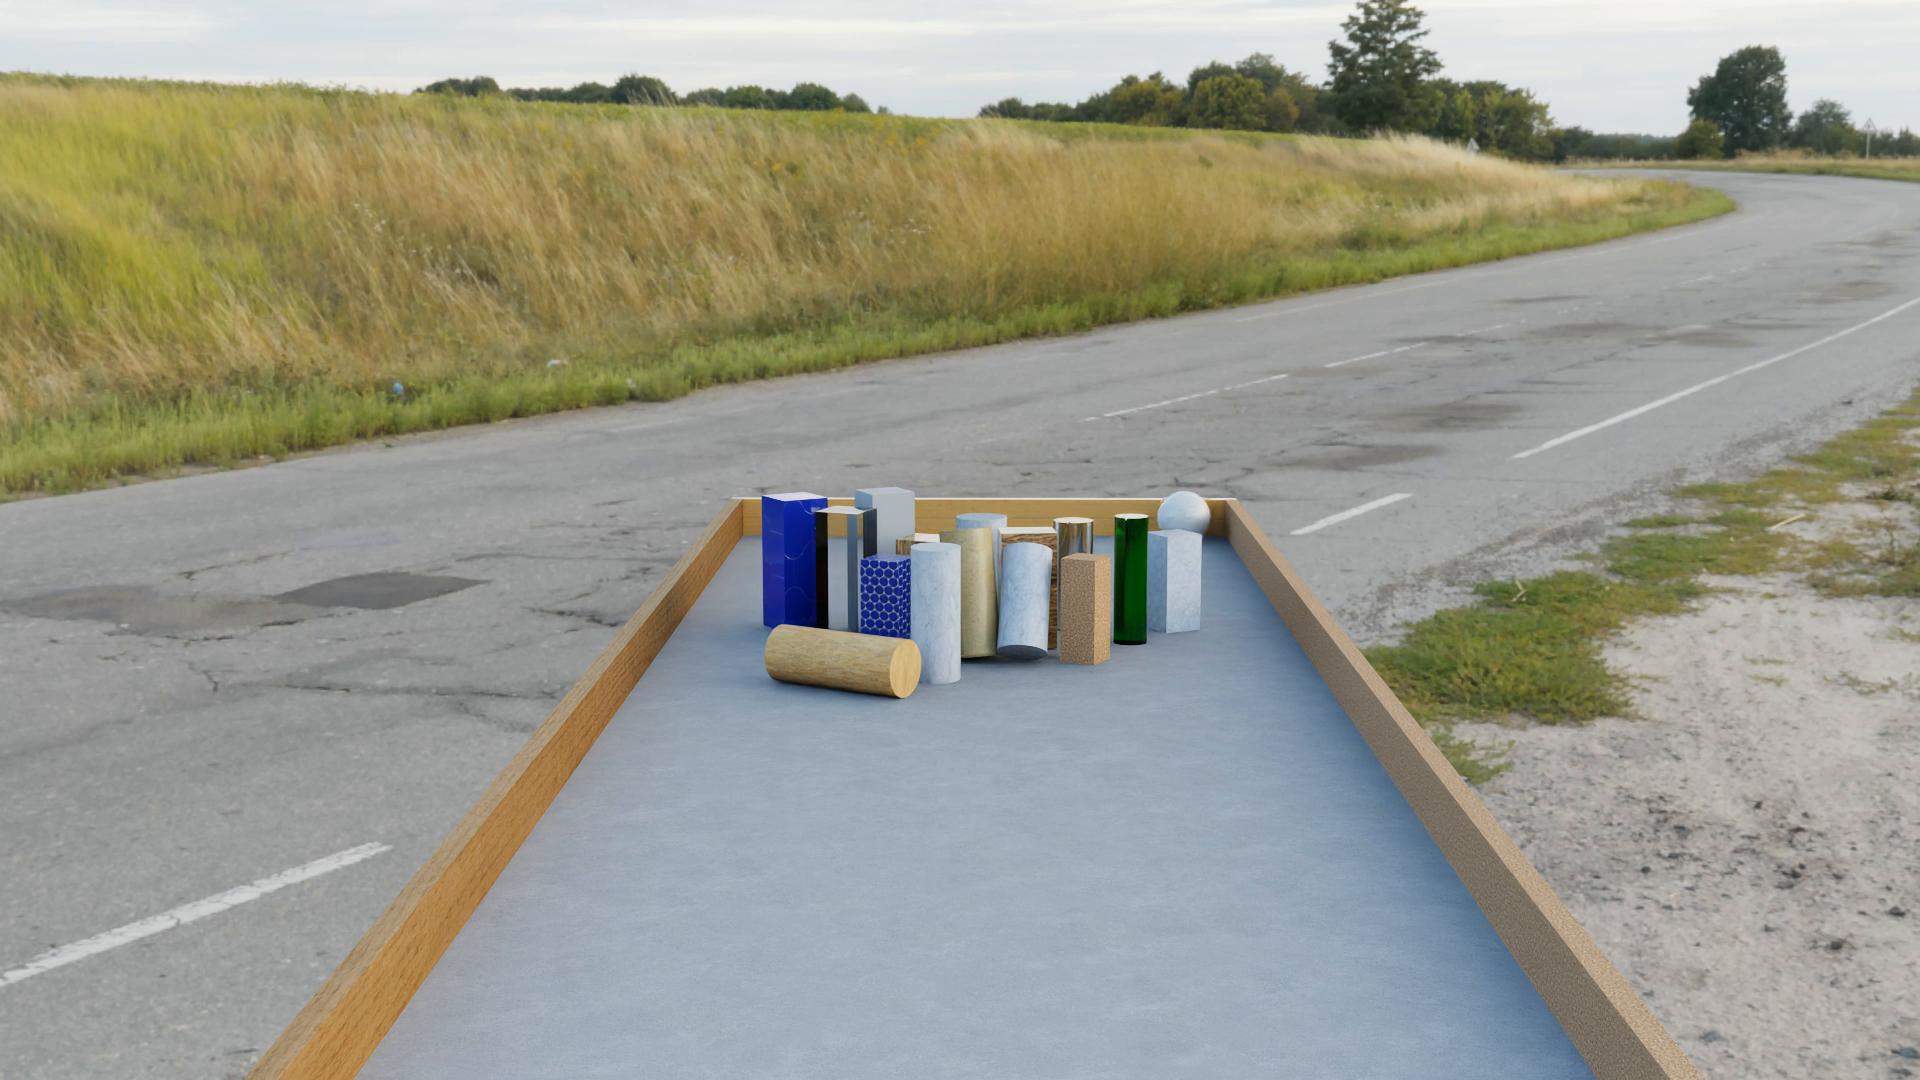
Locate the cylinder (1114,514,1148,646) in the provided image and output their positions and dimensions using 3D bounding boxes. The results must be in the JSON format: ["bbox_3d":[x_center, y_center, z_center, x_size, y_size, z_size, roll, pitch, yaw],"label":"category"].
[{"bbox_3d":[0.539,0.124,6.938,0.106,0.404,0.106,0,9,0],"label":"cylinder"}]

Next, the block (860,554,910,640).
[{"bbox_3d":[-0.217,0.208,6.702,0.127,0.312,0.127,4,10,24],"label":"block"}]

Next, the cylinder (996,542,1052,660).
[{"bbox_3d":[0.198,0.186,6.688,0.153,0.325,0.153,3,-20,1],"label":"cylinder"}]

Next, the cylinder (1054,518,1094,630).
[{"bbox_3d":[0.368,0.112,7.167,0.129,0.356,0.129,0,9,0],"label":"cylinder"}]

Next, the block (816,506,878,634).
[{"bbox_3d":[-0.358,0.112,6.962,0.145,0.419,0.145,4,10,23],"label":"block"}]

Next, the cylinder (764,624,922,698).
[{"bbox_3d":[-0.337,0.345,6.304,0.430,0.166,0.166,5,10,31],"label":"cylinder"}]

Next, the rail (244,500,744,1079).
[{"bbox_3d":[-1.004,0.839,3.234,0.050,0.150,12.000,0,9,1],"label":"rail"}]

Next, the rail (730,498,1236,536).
[{"bbox_3d":[0.099,-0.098,9.147,2.100,0.150,0.050,0,9,1],"label":"rail"}]

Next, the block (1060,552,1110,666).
[{"bbox_3d":[0.381,0.208,6.678,0.113,0.318,0.113,5,10,28],"label":"block"}]

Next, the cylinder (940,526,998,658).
[{"bbox_3d":[0.031,0.159,6.708,0.161,0.386,0.161,-5,1,0],"label":"cylinder"}]

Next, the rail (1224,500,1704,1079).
[{"bbox_3d":[1.046,0.843,3.208,0.050,0.150,12.000,0,9,1],"label":"rail"}]

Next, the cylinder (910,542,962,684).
[{"bbox_3d":[-0.071,0.212,6.412,0.147,0.391,0.147,0,10,0],"label":"cylinder"}]

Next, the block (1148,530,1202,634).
[{"bbox_3d":[0.694,0.133,7.170,0.131,0.314,0.131,-5,10,-27],"label":"block"}]

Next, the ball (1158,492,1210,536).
[{"bbox_3d":[0.908,-0.091,8.900,0.214,0.214,0.214,0,9,0],"label":"ball"}]

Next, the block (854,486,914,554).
[{"bbox_3d":[-0.245,0.063,7.175,0.148,0.450,0.148,-4,10,-25],"label":"block"}]

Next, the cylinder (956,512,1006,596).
[{"bbox_3d":[0.071,0.101,7.223,0.168,0.360,0.168,0,9,0],"label":"cylinder"}]

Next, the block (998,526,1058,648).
[{"bbox_3d":[0.210,0.148,6.914,0.173,0.359,0.173,-1,7,-4],"label":"block"}]

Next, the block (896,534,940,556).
[{"bbox_3d":[-0.106,0.157,6.959,0.146,0.332,0.146,4,10,22],"label":"block"}]

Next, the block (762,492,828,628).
[{"bbox_3d":[-0.539,0.071,7.189,0.159,0.430,0.159,-5,11,-31],"label":"block"}]
